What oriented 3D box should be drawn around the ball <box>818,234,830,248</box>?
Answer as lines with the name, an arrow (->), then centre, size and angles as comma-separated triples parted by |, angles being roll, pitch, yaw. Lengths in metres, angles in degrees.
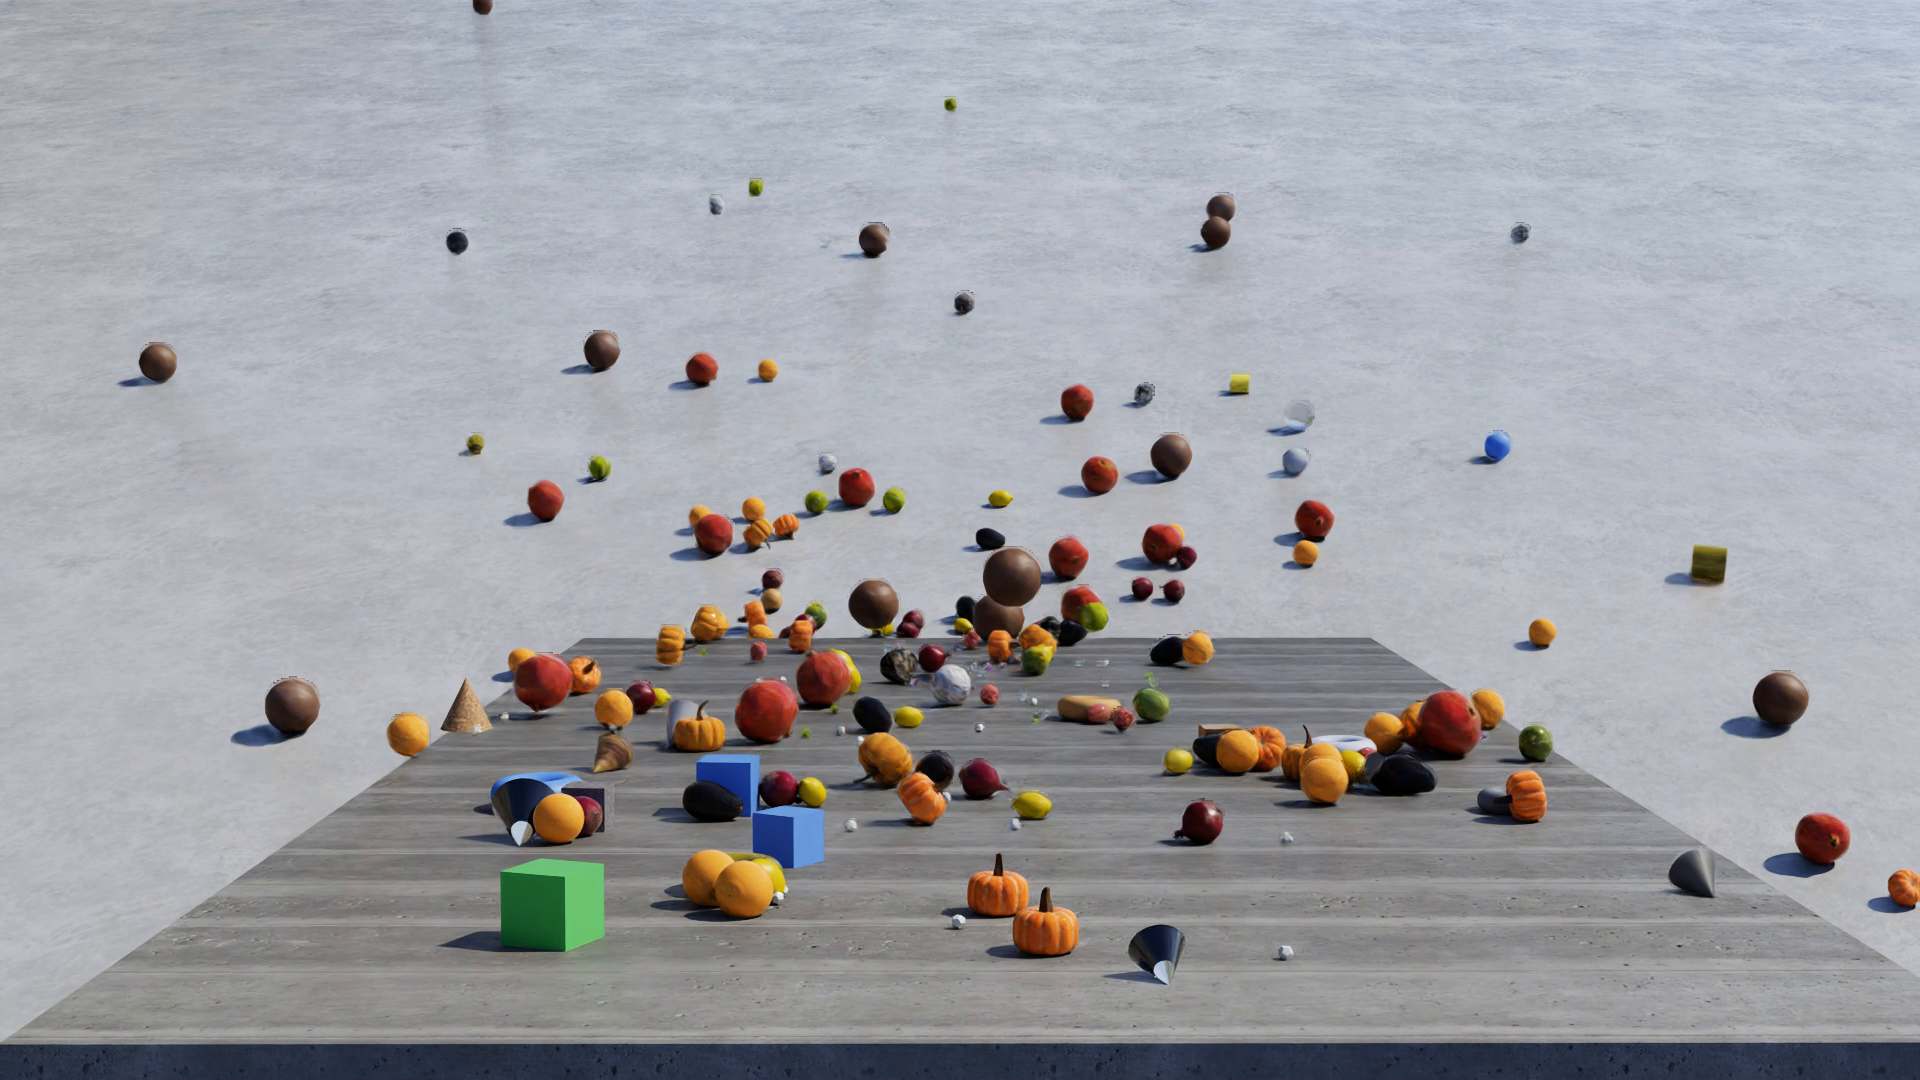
ball -> -0.575, -1.270, 10.904 | 0.053, 0.053, 0.053 | 0, 20, 0

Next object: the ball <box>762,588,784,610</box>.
ball -> -0.509, 0.162, 6.957 | 0.060, 0.060, 0.060 | 0, 20, 0

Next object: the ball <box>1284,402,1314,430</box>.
ball -> 1.120, -0.409, 8.472 | 0.097, 0.097, 0.097 | 0, 20, 0

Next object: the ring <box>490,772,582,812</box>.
ring -> -0.645, 0.387, 3.928 | 0.145, 0.048, 0.145 | -1, 4, 0

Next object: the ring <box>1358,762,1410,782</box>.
ring -> 0.694, 0.379, 4.198 | 0.084, 0.028, 0.084 | -1, 4, 0

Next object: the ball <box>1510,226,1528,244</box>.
ball -> 2.392, -1.307, 10.971 | 0.077, 0.077, 0.077 | 0, 20, 0

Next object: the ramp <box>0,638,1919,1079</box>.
ramp -> 0.047, 0.423, 4.534 | 2.000, 0.100, 4.000 | 0, 4, 0

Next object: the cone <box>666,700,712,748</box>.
cone -> -0.505, 0.349, 4.600 | 0.090, 0.090, 0.090 | 7, 33, 19

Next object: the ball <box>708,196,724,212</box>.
ball -> -1.095, -1.507, 11.528 | 0.072, 0.072, 0.072 | 0, 20, 0

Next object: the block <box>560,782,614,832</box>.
block -> -0.544, 0.389, 3.752 | 0.064, 0.064, 0.064 | 0, 4, 5

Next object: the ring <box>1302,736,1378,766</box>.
ring -> 0.648, 0.360, 4.387 | 0.128, 0.043, 0.128 | -1, 3, 0

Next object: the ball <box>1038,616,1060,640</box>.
ball -> 0.216, 0.212, 6.199 | 0.054, 0.054, 0.054 | 0, 20, 0

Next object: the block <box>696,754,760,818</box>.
block -> -0.351, 0.372, 3.890 | 0.082, 0.082, 0.082 | 0, 4, 5

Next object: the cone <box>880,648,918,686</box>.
cone -> -0.126, 0.292, 5.537 | 0.083, 0.083, 0.083 | -4, 31, -10

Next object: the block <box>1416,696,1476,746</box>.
block -> 0.879, 0.327, 4.645 | 0.076, 0.076, 0.076 | 3, 5, 40

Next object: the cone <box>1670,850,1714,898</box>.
cone -> 0.945, 0.437, 3.266 | 0.062, 0.062, 0.062 | -4, 31, -12

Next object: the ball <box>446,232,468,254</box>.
ball -> -2.112, -1.249, 10.784 | 0.096, 0.096, 0.096 | 0, 20, 0

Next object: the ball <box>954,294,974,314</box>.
ball -> 0.018, -0.909, 9.875 | 0.079, 0.079, 0.079 | 0, 20, 0

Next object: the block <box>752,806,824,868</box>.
block -> -0.233, 0.403, 3.488 | 0.069, 0.069, 0.069 | 2, 4, 33

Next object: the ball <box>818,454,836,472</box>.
ball -> -0.416, -0.241, 8.069 | 0.057, 0.057, 0.057 | 0, 20, 0

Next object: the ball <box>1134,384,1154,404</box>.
ball -> 0.626, -0.496, 8.756 | 0.066, 0.066, 0.066 | 0, 20, 0

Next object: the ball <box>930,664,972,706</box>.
ball -> -0.018, 0.292, 5.172 | 0.082, 0.082, 0.082 | 0, 20, 0

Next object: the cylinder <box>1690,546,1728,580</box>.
cylinder -> 2.095, 0.064, 7.182 | 0.091, 0.091, 0.091 | 6, 21, 16

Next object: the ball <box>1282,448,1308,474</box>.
ball -> 1.052, -0.248, 8.051 | 0.082, 0.082, 0.082 | 0, 20, 0

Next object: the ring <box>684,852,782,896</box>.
ring -> -0.291, 0.429, 3.297 | 0.128, 0.043, 0.128 | 1, 2, 0

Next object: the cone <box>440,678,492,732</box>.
cone -> -0.929, 0.306, 4.829 | 0.097, 0.097, 0.097 | 0, 4, 0

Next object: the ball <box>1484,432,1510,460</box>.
ball -> 1.713, -0.299, 8.187 | 0.085, 0.085, 0.085 | 0, 20, 0

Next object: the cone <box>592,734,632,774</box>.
cone -> -0.596, 0.372, 4.298 | 0.070, 0.070, 0.070 | 10, 34, 25

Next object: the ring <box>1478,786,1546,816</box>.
ring -> 0.837, 0.395, 3.897 | 0.103, 0.034, 0.103 | -1, 4, 0

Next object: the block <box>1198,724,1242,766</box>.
block -> 0.445, 0.350, 4.395 | 0.062, 0.062, 0.062 | 0, 4, -6

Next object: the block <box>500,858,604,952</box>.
block -> -0.475, 0.425, 2.996 | 0.087, 0.087, 0.087 | 1, 4, 22

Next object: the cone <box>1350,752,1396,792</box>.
cone -> 0.648, 0.384, 4.106 | 0.067, 0.067, 0.067 | -23, -7, -47

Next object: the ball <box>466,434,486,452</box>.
ball -> -1.555, -0.310, 8.256 | 0.059, 0.059, 0.059 | 0, 20, 0

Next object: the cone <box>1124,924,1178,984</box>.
cone -> 0.222, 0.466, 2.803 | 0.065, 0.065, 0.065 | -9, 51, -22

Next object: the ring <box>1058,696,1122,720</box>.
ring -> 0.250, 0.325, 4.966 | 0.124, 0.041, 0.124 | 2, 0, 0
